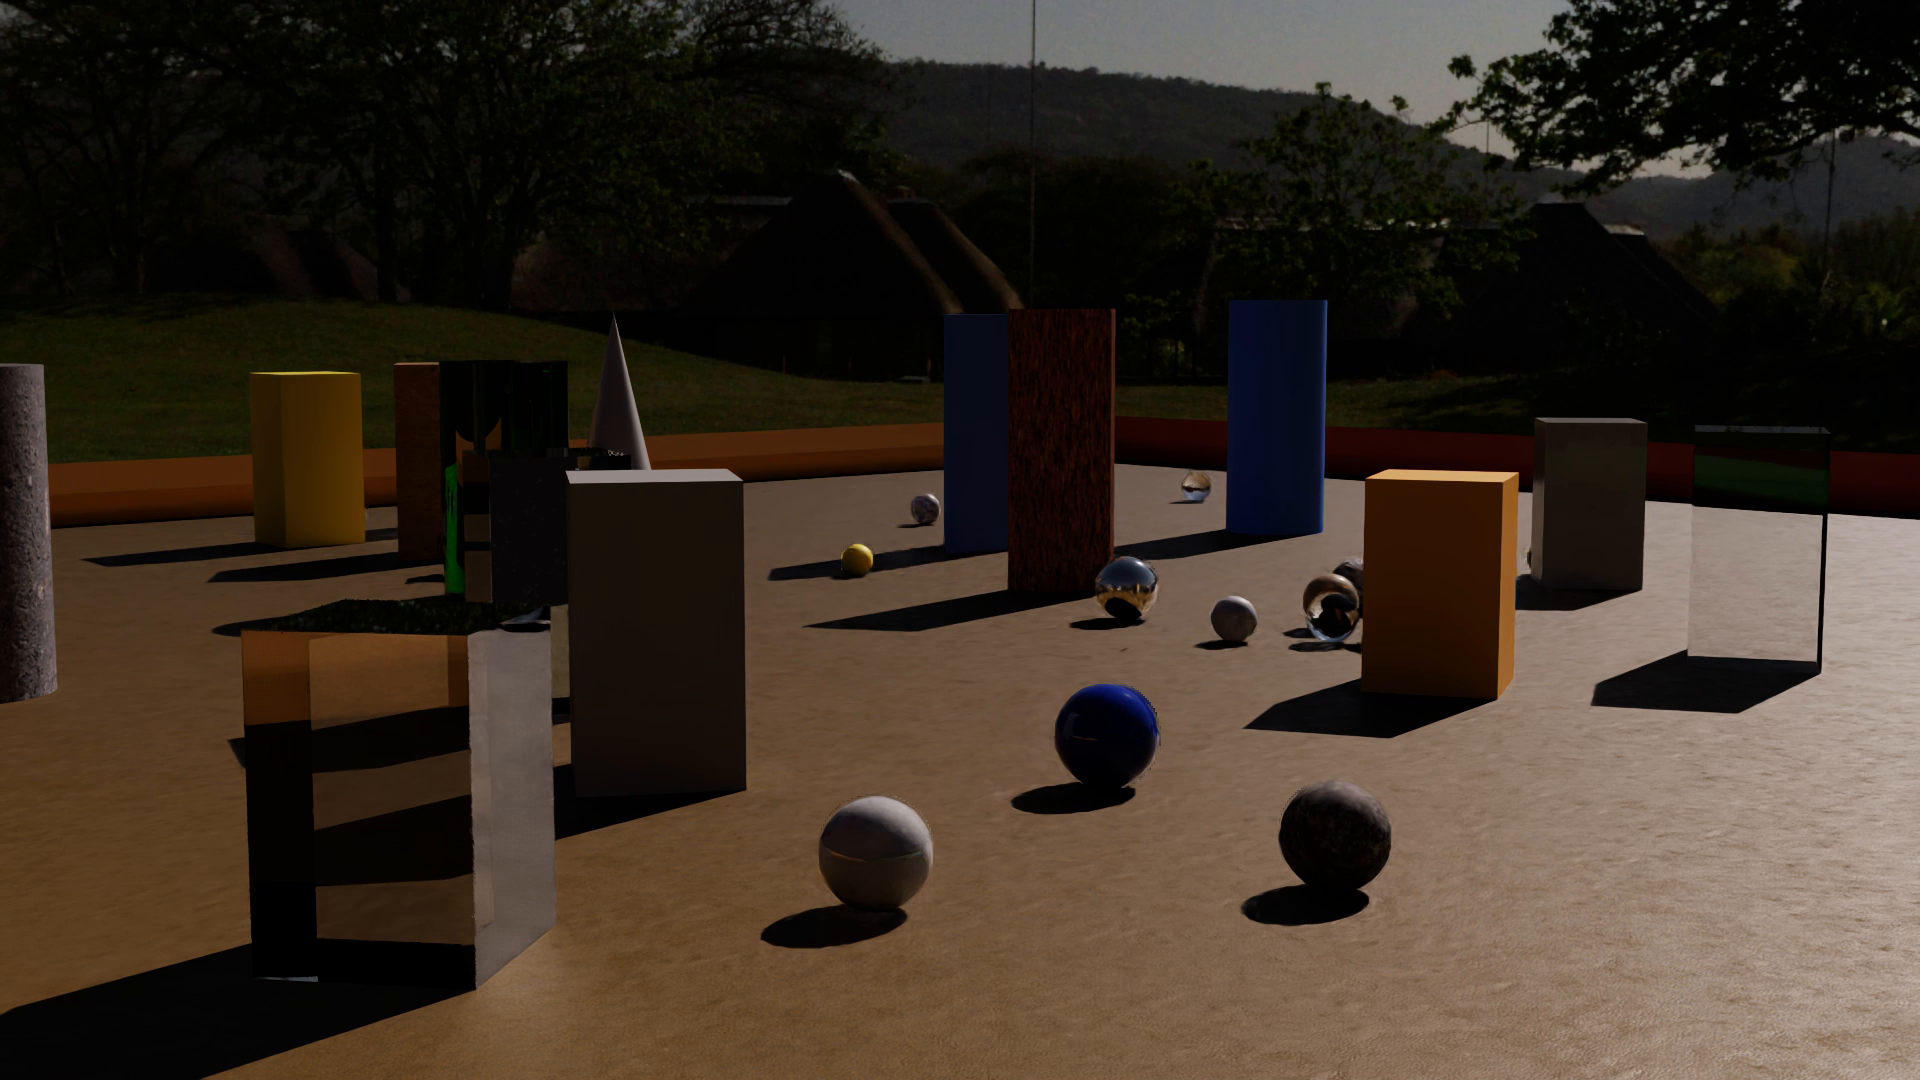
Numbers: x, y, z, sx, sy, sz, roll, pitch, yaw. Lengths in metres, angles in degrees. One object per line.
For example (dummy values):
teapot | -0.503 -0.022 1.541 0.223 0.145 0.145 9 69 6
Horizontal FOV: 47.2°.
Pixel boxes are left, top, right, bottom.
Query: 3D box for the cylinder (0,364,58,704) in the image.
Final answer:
cylinder | -1.157 -0.011 2.542 0.195 0.381 0.195 0 6 0

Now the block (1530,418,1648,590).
block | 1.021 -0.062 3.578 0.156 0.266 0.156 1 6 8

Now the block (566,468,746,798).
block | -0.291 0.083 2.091 0.156 0.289 0.156 -1 6 -11

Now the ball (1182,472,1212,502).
ball | 0.551 -0.125 5.119 0.071 0.071 0.071 0 6 0

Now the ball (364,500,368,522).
ball | -1.230 -0.058 4.399 0.089 0.089 0.089 0 6 0

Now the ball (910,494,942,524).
ball | -0.072 -0.065 4.582 0.065 0.065 0.065 0 6 0

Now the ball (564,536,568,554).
ball | -0.662 0.006 3.856 0.065 0.065 0.065 0 6 0

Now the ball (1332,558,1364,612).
ball | 0.585 0.067 3.245 0.079 0.079 0.079 0 6 0

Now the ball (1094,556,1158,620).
ball | 0.240 0.069 3.168 0.091 0.091 0.091 0 6 0

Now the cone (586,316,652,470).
cone | -0.619 -0.188 3.952 0.195 0.440 0.195 0 6 0

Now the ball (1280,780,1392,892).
ball | 0.288 0.227 1.687 0.085 0.085 0.085 0 6 0

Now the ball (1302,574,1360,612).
ball | 0.518 0.086 3.074 0.078 0.078 0.078 0 6 0

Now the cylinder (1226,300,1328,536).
cylinder | 0.636 -0.249 4.423 0.195 0.463 0.195 0 6 0

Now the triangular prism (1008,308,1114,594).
triangular prism | 0.178 -0.147 3.531 0.169 0.446 0.147 2 6 16

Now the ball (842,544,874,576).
ball | -0.172 0.034 3.697 0.052 0.052 0.052 0 6 0

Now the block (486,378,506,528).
block | -1.040 -0.178 4.502 0.156 0.306 0.156 -5 8 -41

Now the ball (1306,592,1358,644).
ball | 0.498 0.103 2.944 0.070 0.070 0.070 0 6 0

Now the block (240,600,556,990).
block | -0.383 0.169 1.521 0.156 0.235 0.156 1 6 9

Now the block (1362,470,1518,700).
block | 0.570 0.048 2.607 0.156 0.250 0.156 2 6 20

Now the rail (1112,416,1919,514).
rail | 1.858 -0.145 5.037 0.045 0.127 4.314 -5 8 -42

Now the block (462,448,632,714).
block | -0.467 0.043 2.488 0.156 0.284 0.156 -3 6 -23

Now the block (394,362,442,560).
block | -0.939 -0.146 3.992 0.156 0.348 0.156 -1 6 -11

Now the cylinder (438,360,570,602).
cylinder | -0.704 -0.094 3.408 0.195 0.365 0.195 0 6 0

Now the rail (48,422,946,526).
rail | -1.447 -0.130 4.891 5.105 0.127 0.045 -5 8 -42

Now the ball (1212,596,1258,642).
ball | 0.369 0.106 2.957 0.061 0.061 0.061 0 6 0

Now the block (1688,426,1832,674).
block | 1.008 0.007 2.784 0.156 0.295 0.156 2 6 18

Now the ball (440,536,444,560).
ball | -0.828 0.010 3.705 0.096 0.096 0.096 0 6 0

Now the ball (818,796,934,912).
ball | -0.062 0.233 1.630 0.086 0.086 0.086 0 6 0

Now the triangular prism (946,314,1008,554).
triangular prism | 0.012 -0.203 4.110 0.169 0.436 0.147 -4 7 -33

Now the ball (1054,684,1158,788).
ball | 0.137 0.183 2.053 0.098 0.098 0.098 0 6 0

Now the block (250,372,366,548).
block | -1.249 -0.157 4.207 0.156 0.324 0.156 -5 8 -38

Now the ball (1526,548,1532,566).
ball | 0.981 0.031 3.700 0.053 0.053 0.053 0 6 0
